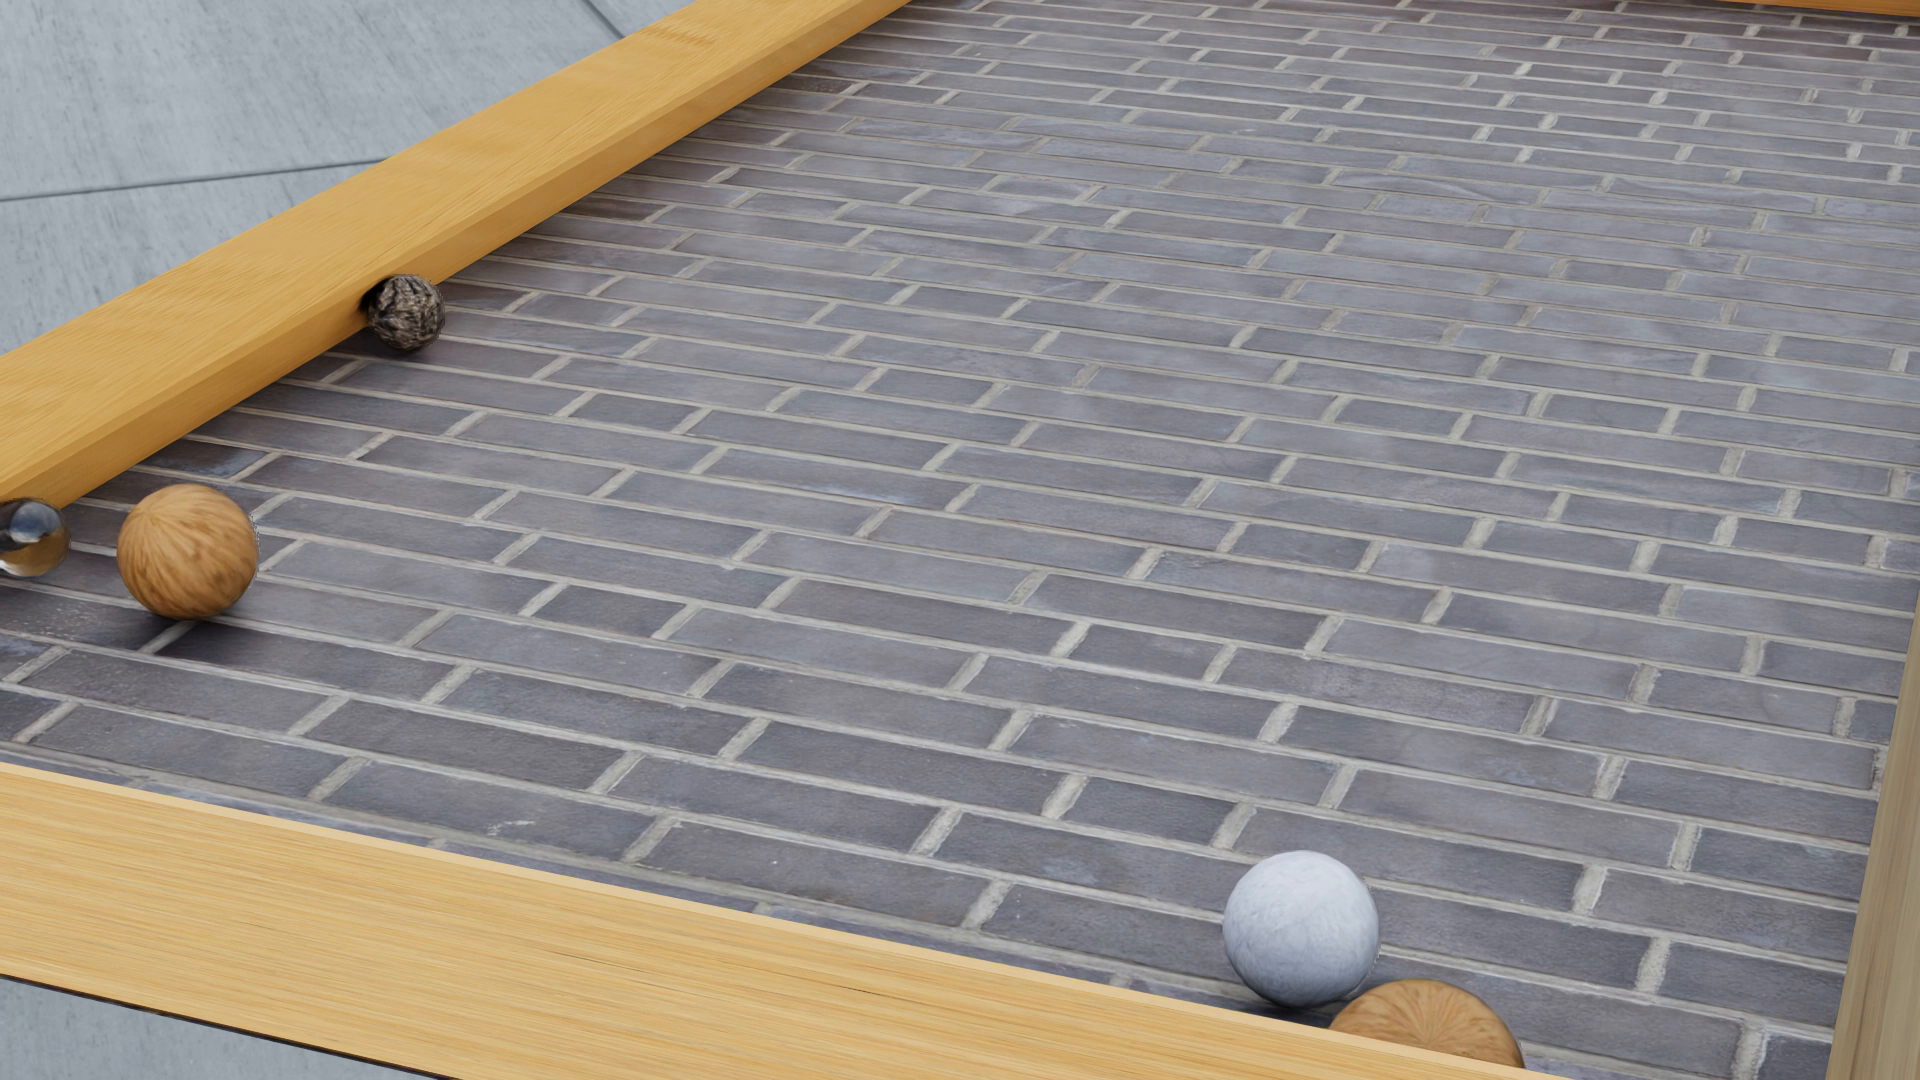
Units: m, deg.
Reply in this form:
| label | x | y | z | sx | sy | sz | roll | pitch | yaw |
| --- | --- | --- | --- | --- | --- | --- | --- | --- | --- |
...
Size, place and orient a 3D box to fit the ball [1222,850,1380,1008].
| label | x | y | z | sx | sy | sz | roll | pitch | yaw |
| --- | --- | --- | --- | --- | --- | --- | --- | --- | --- |
| ball | 0.174 | 0.199 | 1.503 | 0.080 | 0.080 | 0.080 | 0 | 24 | 0 |

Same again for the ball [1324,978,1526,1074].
| label | x | y | z | sx | sy | sz | roll | pitch | yaw |
| --- | --- | --- | --- | --- | --- | --- | --- | --- | --- |
| ball | 0.212 | 0.252 | 1.358 | 0.099 | 0.099 | 0.099 | 0 | 24 | 0 |

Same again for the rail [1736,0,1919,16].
| label | x | y | z | sx | sy | sz | roll | pitch | yaw |
| --- | --- | --- | --- | --- | --- | --- | --- | --- | --- |
| rail | 0.663 | -0.732 | 3.553 | 1.304 | 0.128 | 0.045 | 9 | 25 | 19 |

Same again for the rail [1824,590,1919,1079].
| label | x | y | z | sx | sy | sz | roll | pitch | yaw |
| --- | --- | --- | --- | --- | --- | --- | --- | --- | --- |
| rail | 0.812 | -0.175 | 2.289 | 0.045 | 0.128 | 2.527 | 9 | 25 | 19 |

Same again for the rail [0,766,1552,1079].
| label | x | y | z | sx | sy | sz | roll | pitch | yaw |
| --- | --- | --- | --- | --- | --- | --- | --- | --- | --- |
| rail | -0.216 | 0.203 | 1.432 | 1.304 | 0.128 | 0.045 | 9 | 25 | 19 |

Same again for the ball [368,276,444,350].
| label | x | y | z | sx | sy | sz | roll | pitch | yaw |
| --- | --- | --- | --- | --- | --- | --- | --- | --- | --- |
| ball | -0.452 | -0.185 | 2.398 | 0.060 | 0.060 | 0.060 | 0 | 24 | 0 |

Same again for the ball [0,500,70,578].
| label | x | y | z | sx | sy | sz | roll | pitch | yaw |
| --- | --- | --- | --- | --- | --- | --- | --- | --- | --- |
| ball | -0.630 | -0.001 | 1.990 | 0.053 | 0.053 | 0.053 | 0 | 24 | 0 |

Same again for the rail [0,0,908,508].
| label | x | y | z | sx | sy | sz | roll | pitch | yaw |
| --- | --- | --- | --- | --- | --- | --- | --- | --- | --- |
| rail | -0.364 | -0.355 | 2.696 | 0.045 | 0.128 | 2.527 | 9 | 25 | 19 |

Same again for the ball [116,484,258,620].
| label | x | y | z | sx | sy | sz | roll | pitch | yaw |
| --- | --- | --- | --- | --- | --- | --- | --- | --- | --- |
| ball | -0.505 | 0.008 | 1.923 | 0.090 | 0.090 | 0.090 | 0 | 24 | 0 |
